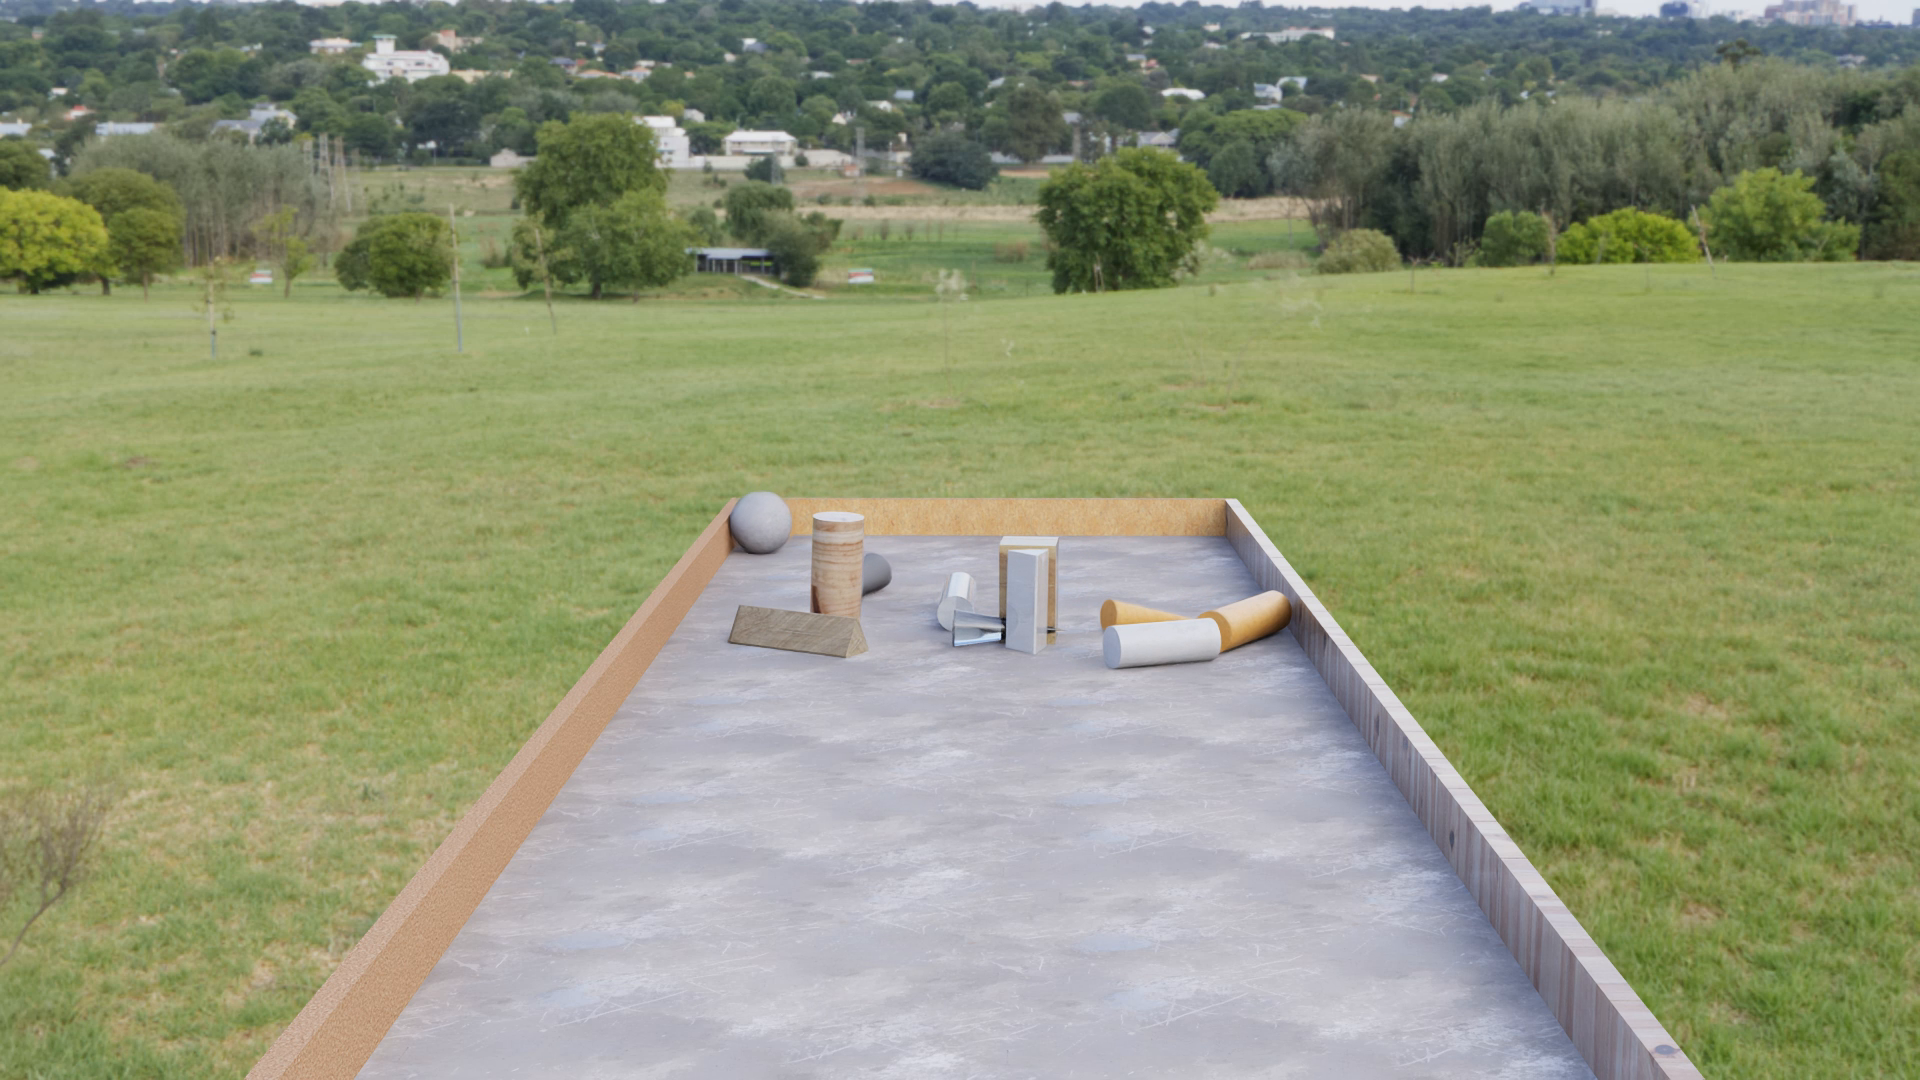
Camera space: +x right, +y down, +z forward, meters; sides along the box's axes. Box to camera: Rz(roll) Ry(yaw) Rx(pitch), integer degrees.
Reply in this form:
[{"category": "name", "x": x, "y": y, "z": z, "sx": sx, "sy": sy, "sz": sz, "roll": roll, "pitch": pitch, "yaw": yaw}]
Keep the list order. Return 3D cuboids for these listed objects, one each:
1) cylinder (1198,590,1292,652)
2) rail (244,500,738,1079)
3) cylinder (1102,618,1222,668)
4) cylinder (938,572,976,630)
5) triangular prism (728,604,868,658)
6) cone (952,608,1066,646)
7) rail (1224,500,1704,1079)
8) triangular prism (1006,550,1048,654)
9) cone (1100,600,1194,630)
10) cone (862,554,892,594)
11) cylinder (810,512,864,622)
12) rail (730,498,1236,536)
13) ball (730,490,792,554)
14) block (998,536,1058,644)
[{"category": "cylinder", "x": 0.897, "y": 0.258, "z": 6.957, "sx": 0.134, "sy": 0.134, "sz": 0.428, "roll": 6, "pitch": 11, "yaw": 33}, {"category": "rail", "x": -1.004, "y": 0.839, "z": 3.234, "sx": 0.050, "sy": 0.150, "sz": 12.000, "roll": 0, "pitch": 9, "yaw": 1}, {"category": "cylinder", "x": 0.609, "y": 0.311, "z": 6.636, "sx": 0.334, "sy": 0.129, "sz": 0.129, "roll": -4, "pitch": 10, "yaw": -21}, {"category": "cylinder", "x": -0.008, "y": 0.203, "z": 7.351, "sx": 0.118, "sy": 0.118, "sz": 0.452, "roll": 0, "pitch": 9, "yaw": 2}, {"category": "triangular prism", "x": -0.508, "y": 0.278, "z": 6.882, "sx": 0.444, "sy": 0.111, "sz": 0.129, "roll": 5, "pitch": 10, "yaw": 30}, {"category": "cone", "x": 0.162, "y": 0.280, "z": 6.908, "sx": 0.366, "sy": 0.119, "sz": 0.119, "roll": 2, "pitch": 9, "yaw": -4}, {"category": "rail", "x": 1.046, "y": 0.843, "z": 3.208, "sx": 0.050, "sy": 0.150, "sz": 12.000, "roll": 0, "pitch": 9, "yaw": 1}, {"category": "triangular prism", "x": 0.231, "y": 0.186, "z": 6.846, "sx": 0.112, "sy": 0.308, "sz": 0.129, "roll": -7, "pitch": 12, "yaw": -42}, {"category": "cone", "x": 0.654, "y": 0.260, "z": 7.197, "sx": 0.391, "sy": 0.108, "sz": 0.108, "roll": 4, "pitch": 6, "yaw": -27}, {"category": "cone", "x": -0.403, "y": 0.175, "z": 7.692, "sx": 0.135, "sy": 0.135, "sz": 0.437, "roll": 5, "pitch": 19, "yaw": 27}, {"category": "cylinder", "x": -0.390, "y": 0.120, "z": 6.957, "sx": 0.163, "sy": 0.395, "sz": 0.163, "roll": 3, "pitch": 12, "yaw": -1}, {"category": "rail", "x": 0.099, "y": -0.098, "z": 9.147, "sx": 2.100, "sy": 0.150, "sz": 0.050, "roll": 0, "pitch": 9, "yaw": 1}, {"category": "ball", "x": -0.783, "y": -0.071, "z": 8.662, "sx": 0.248, "sy": 0.248, "sz": 0.248, "roll": 0, "pitch": 9, "yaw": 0}, {"category": "block", "x": 0.220, "y": 0.158, "z": 7.003, "sx": 0.177, "sy": 0.315, "sz": 0.177, "roll": 1, "pitch": 9, "yaw": 6}]
